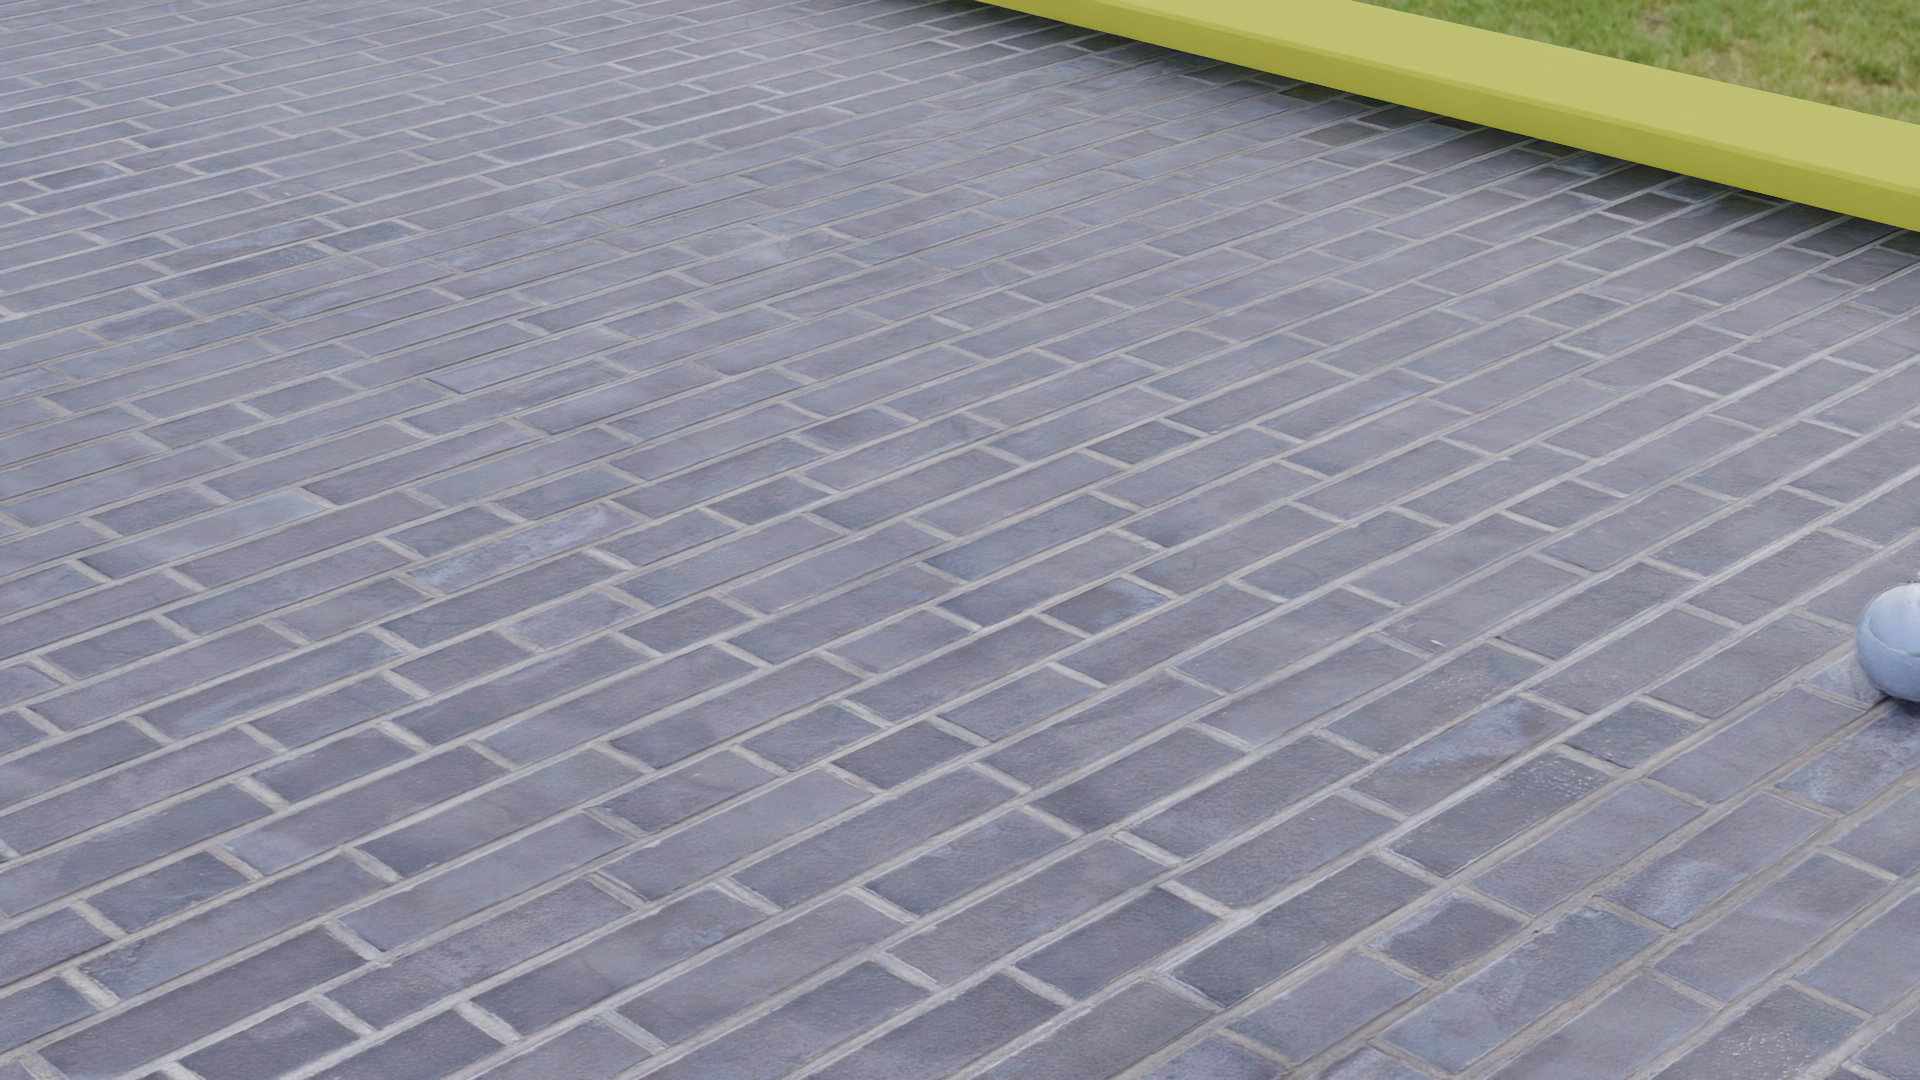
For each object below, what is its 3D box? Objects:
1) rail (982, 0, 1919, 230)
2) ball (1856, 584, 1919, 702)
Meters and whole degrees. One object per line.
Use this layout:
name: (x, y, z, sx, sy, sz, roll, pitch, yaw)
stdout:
rail: (0.139, -0.716, 3.801, 0.045, 0.109, 4.391, -22, 32, -40)
ball: (0.678, 0.073, 2.082, 0.084, 0.084, 0.084, 0, 24, 0)
